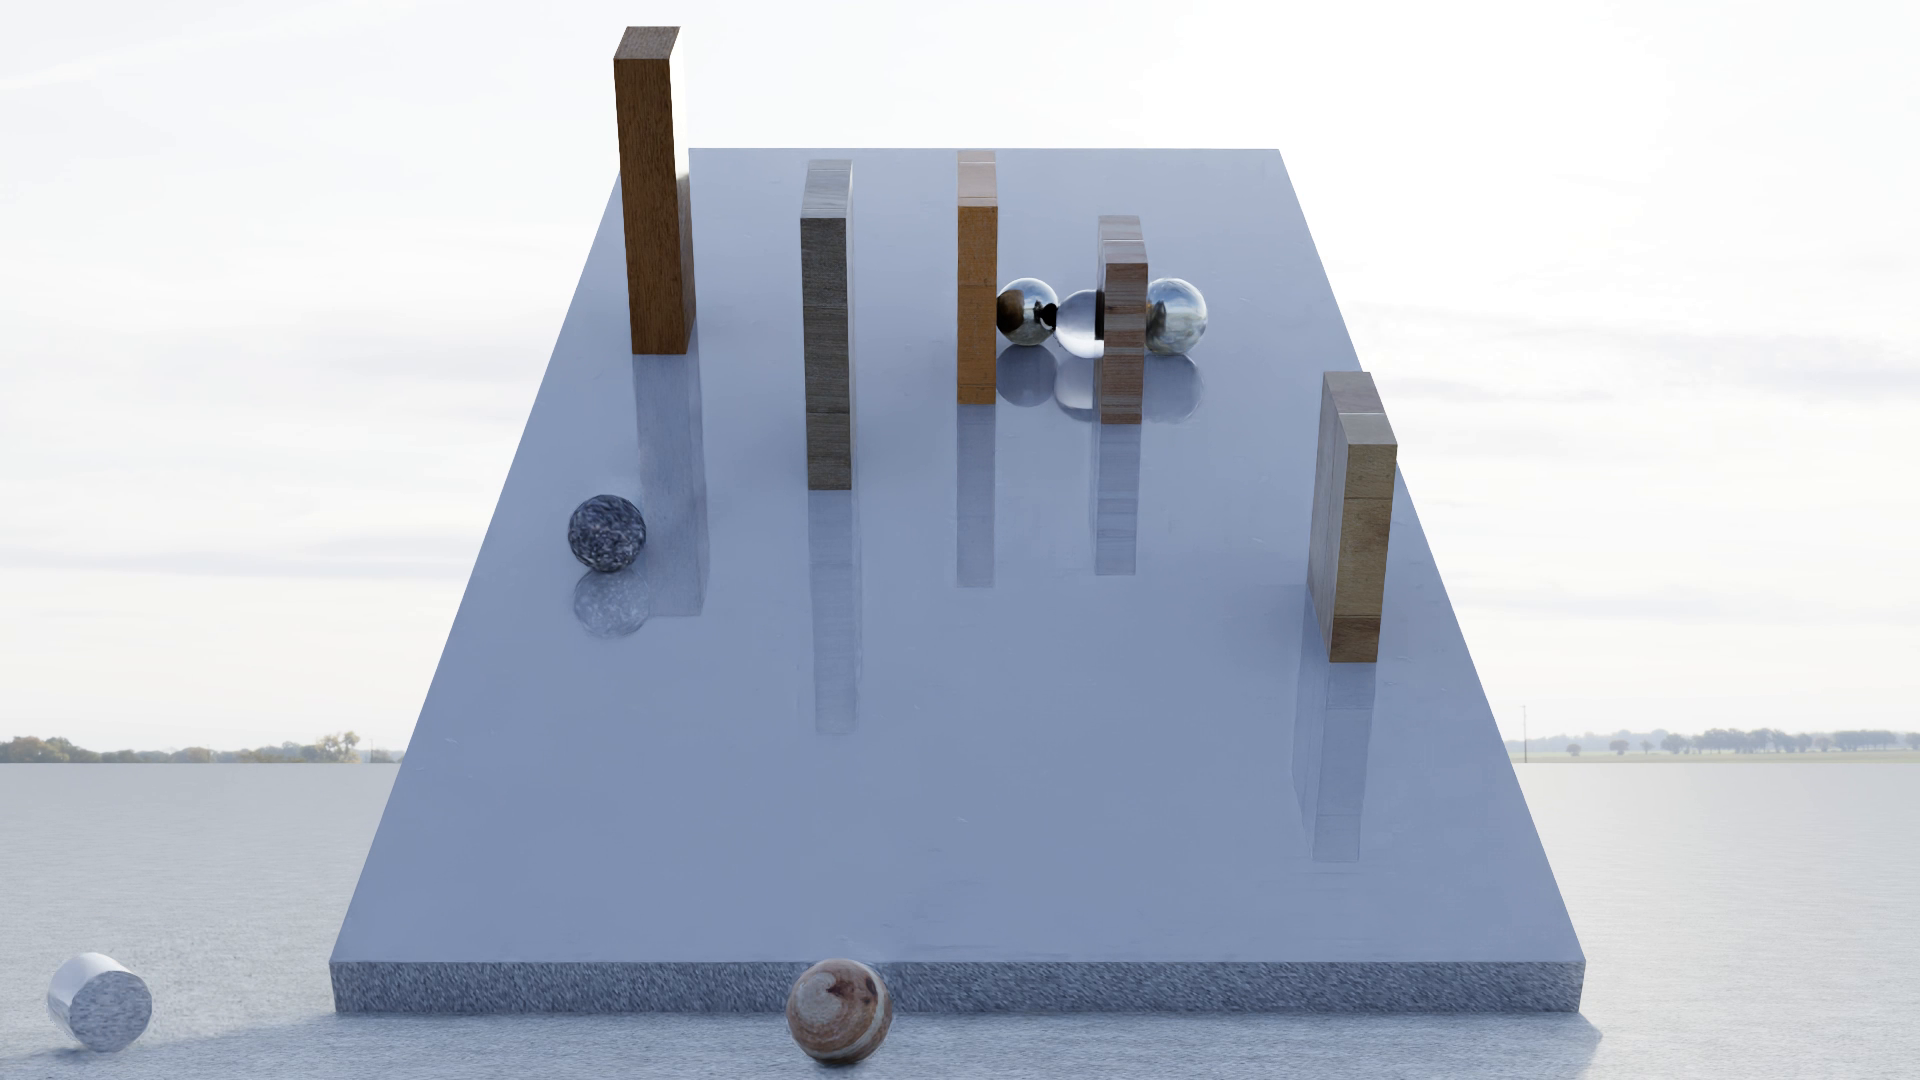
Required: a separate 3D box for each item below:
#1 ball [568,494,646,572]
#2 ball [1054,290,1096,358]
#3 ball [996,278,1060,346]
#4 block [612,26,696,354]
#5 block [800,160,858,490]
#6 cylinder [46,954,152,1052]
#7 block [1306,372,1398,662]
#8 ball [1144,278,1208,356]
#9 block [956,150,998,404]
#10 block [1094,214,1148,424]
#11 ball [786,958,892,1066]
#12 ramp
[{"bbox_3d":[-0.726,-0.014,4.907,0.160,0.160,0.160,0,-5,0],"label":"ball"},{"bbox_3d":[0.318,-0.532,5.877,0.171,0.171,0.171,0,-5,0],"label":"ball"},{"bbox_3d":[0.168,-0.569,5.949,0.169,0.169,0.169,0,-5,0],"label":"ball"},{"bbox_3d":[-0.746,-0.856,5.865,0.133,0.750,0.275,0,28,0],"label":"block"},{"bbox_3d":[-0.287,-0.478,5.278,0.095,0.634,0.373,0,28,0],"label":"block"},{"bbox_3d":[-1.211,0.650,3.356,0.114,0.114,0.114,4,2,-36],"label":"cylinder"},{"bbox_3d":[0.760,-0.047,4.650,0.091,0.468,0.331,0,28,0],"label":"block"},{"bbox_3d":[0.516,-0.553,5.896,0.191,0.191,0.191,0,-5,0],"label":"ball"},{"bbox_3d":[0.039,-0.632,5.719,0.091,0.495,0.390,0,28,0],"label":"block"},{"bbox_3d":[0.376,-0.520,5.611,0.095,0.401,0.312,0,28,0],"label":"block"},{"bbox_3d":[-0.161,0.629,3.180,0.141,0.141,0.141,0,-5,0],"label":"ball"},{"bbox_3d":[-0.011,-0.223,5.582,2.000,0.100,4.000,0,28,0],"label":"ramp"}]
